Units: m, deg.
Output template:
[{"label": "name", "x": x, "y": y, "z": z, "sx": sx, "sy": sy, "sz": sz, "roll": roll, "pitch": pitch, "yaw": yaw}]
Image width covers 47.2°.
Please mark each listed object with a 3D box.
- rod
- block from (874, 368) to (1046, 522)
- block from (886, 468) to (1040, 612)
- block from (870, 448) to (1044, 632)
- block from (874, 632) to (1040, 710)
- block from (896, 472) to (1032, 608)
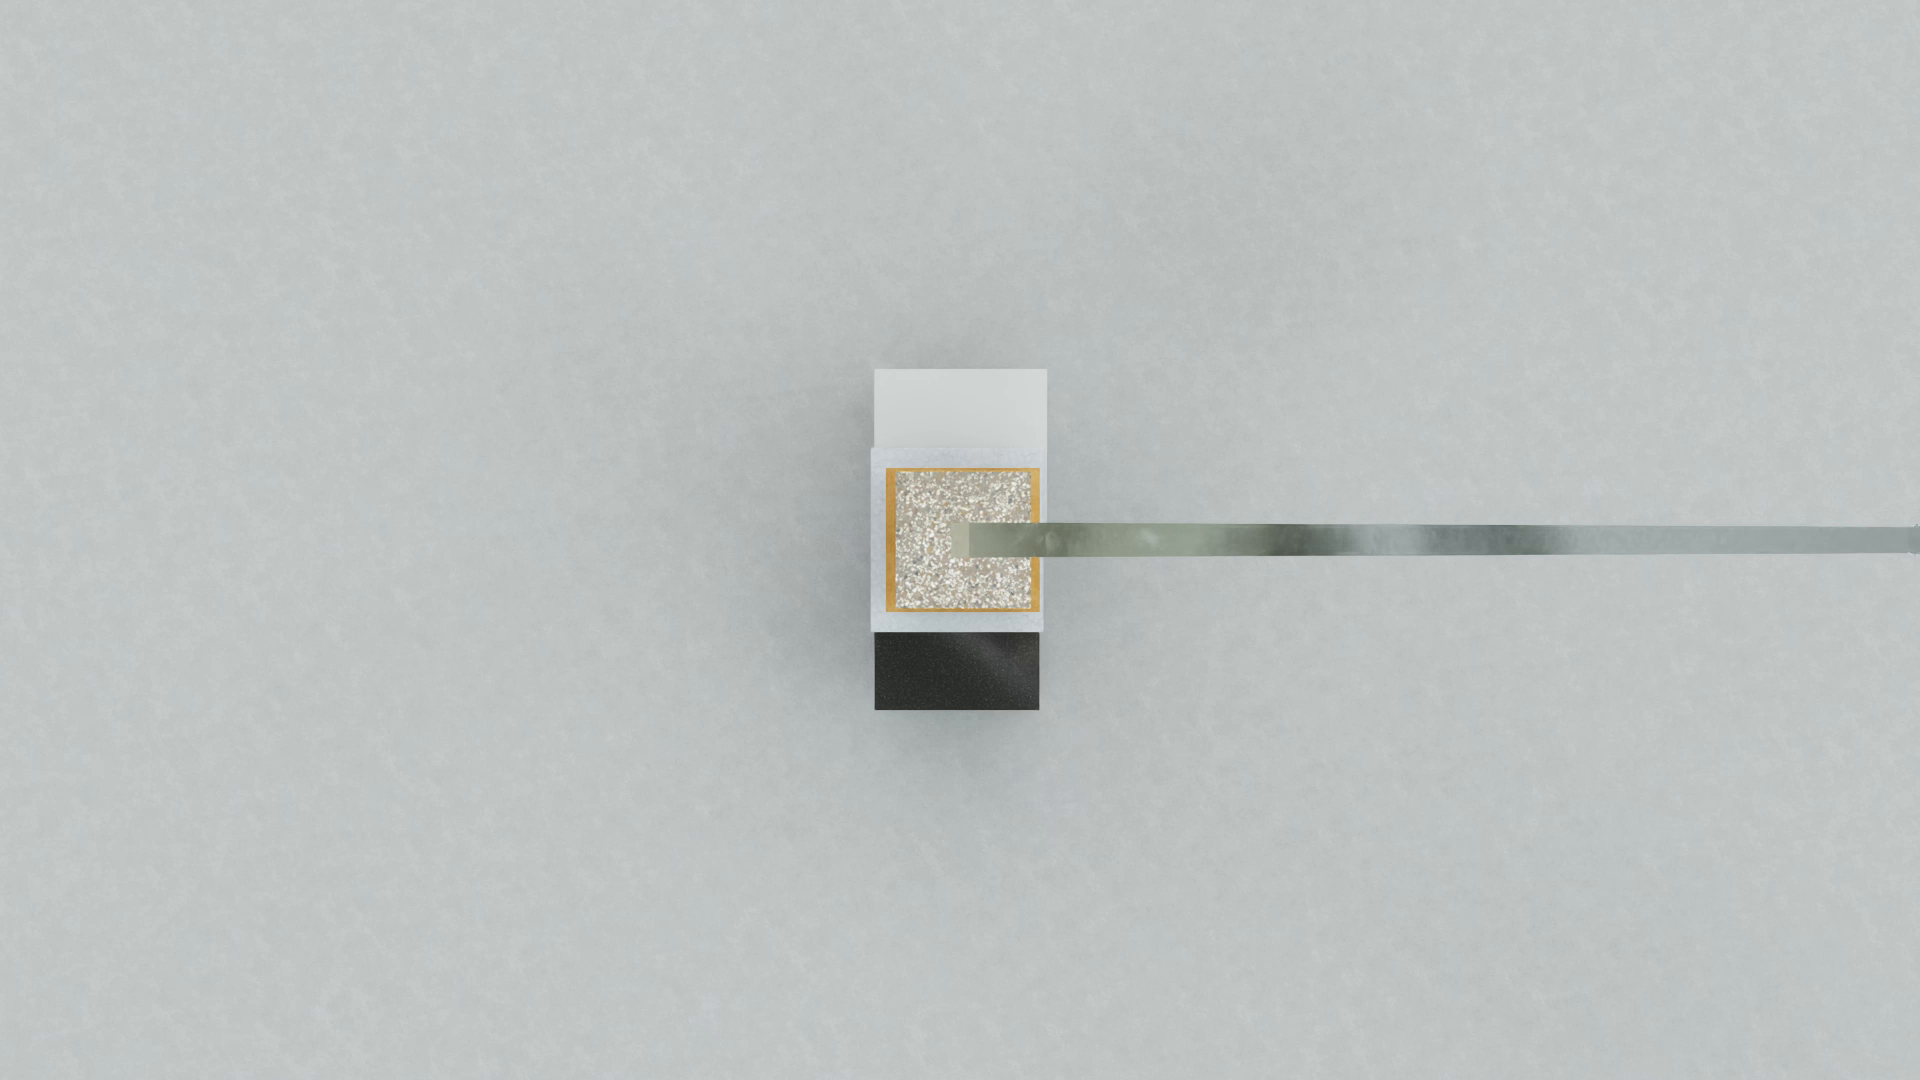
[{"label": "rod", "x": 2.234, "y": 0.000, "z": 6.345, "sx": 5.200, "sy": 0.080, "sz": 0.080, "roll": 0, "pitch": 90, "yaw": -31}, {"label": "block", "x": 0.004, "y": -0.442, "z": 12.503, "sx": 0.942, "sy": 0.995, "sz": 0.984, "roll": 0, "pitch": 90, "yaw": 0}, {"label": "block", "x": 0.013, "y": 0.000, "z": 10.668, "sx": 0.724, "sy": 0.646, "sz": 0.678, "roll": 0, "pitch": 90, "yaw": 0}, {"label": "block", "x": -0.014, "y": 0.000, "z": 11.498, "sx": 0.863, "sy": 1.014, "sz": 0.920, "roll": 0, "pitch": 90, "yaw": 0}, {"label": "block", "x": -0.017, "y": 0.497, "z": 12.527, "sx": 0.905, "sy": 0.945, "sz": 0.873, "roll": 0, "pitch": 90, "yaw": 0}, {"label": "block", "x": 0.015, "y": 0.000, "z": 10.018, "sx": 0.597, "sy": 0.653, "sz": 0.603, "roll": 0, "pitch": 90, "yaw": 0}]
